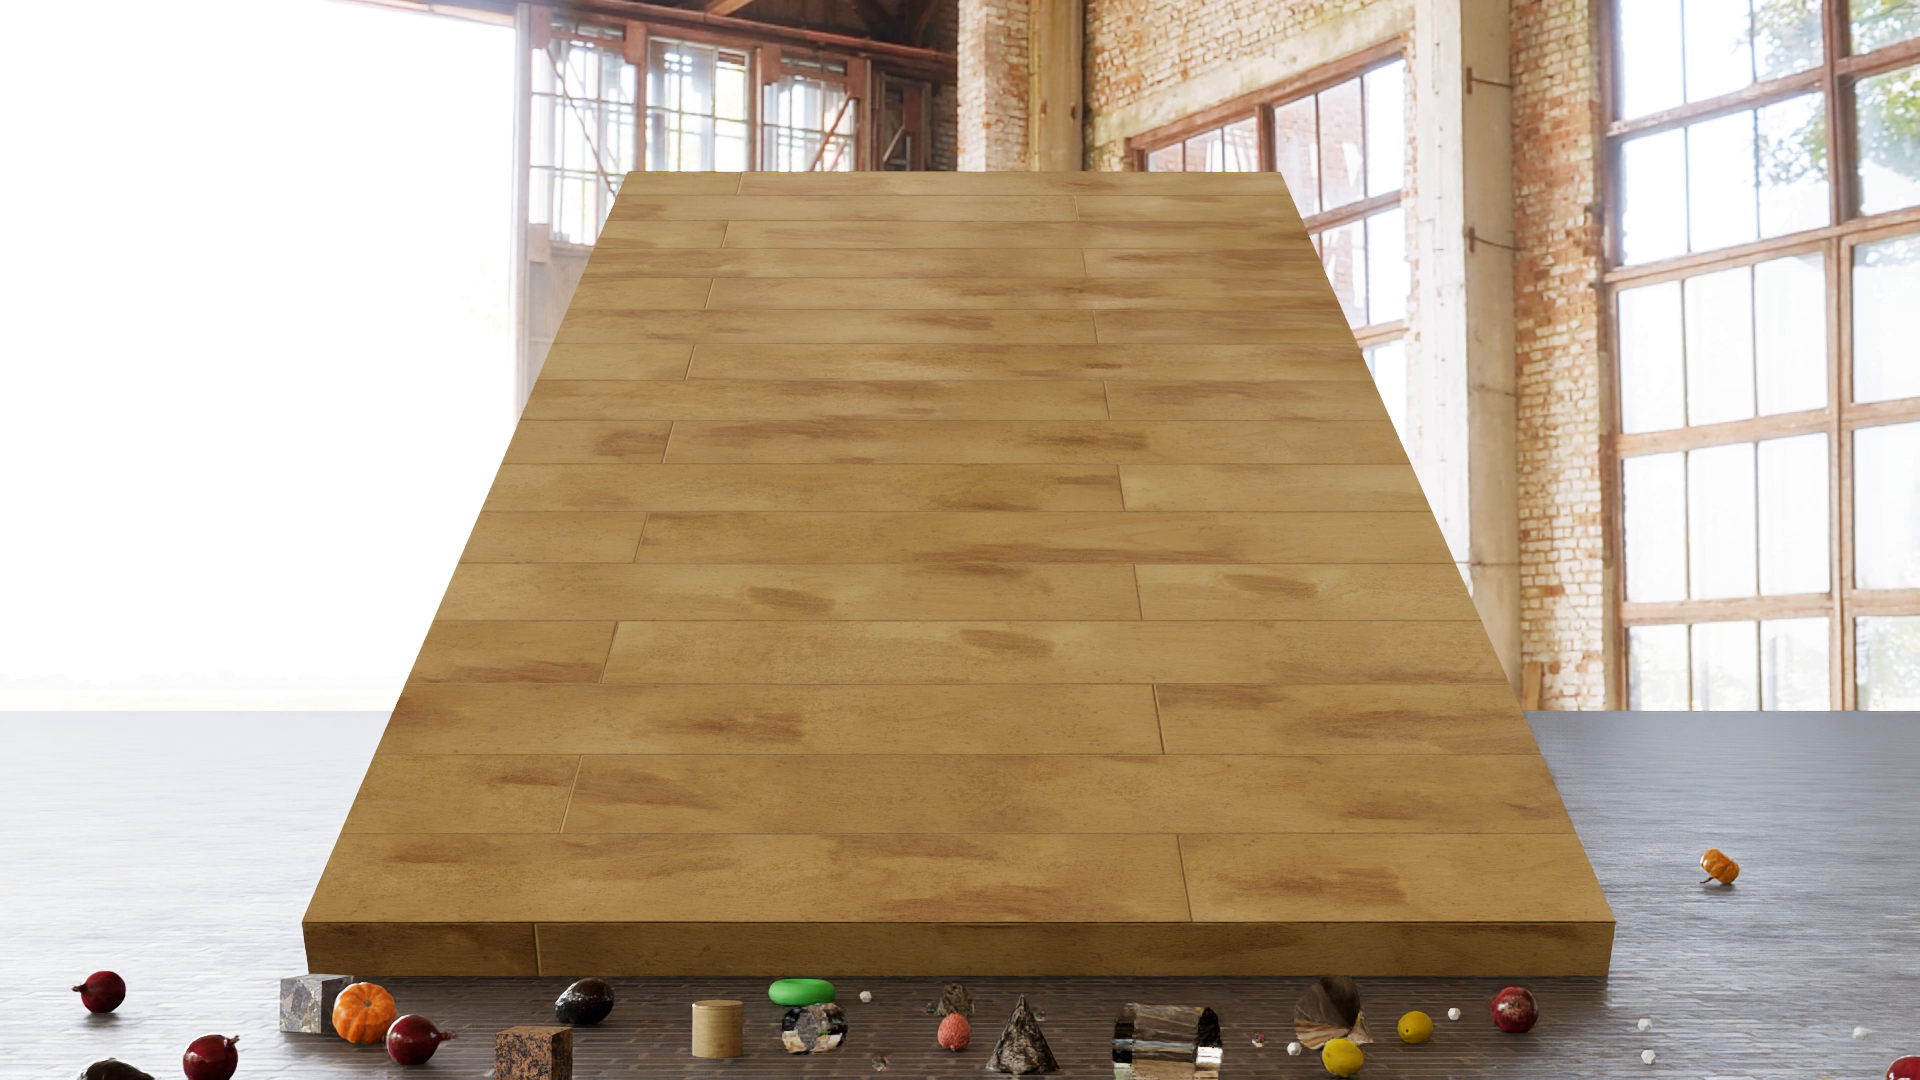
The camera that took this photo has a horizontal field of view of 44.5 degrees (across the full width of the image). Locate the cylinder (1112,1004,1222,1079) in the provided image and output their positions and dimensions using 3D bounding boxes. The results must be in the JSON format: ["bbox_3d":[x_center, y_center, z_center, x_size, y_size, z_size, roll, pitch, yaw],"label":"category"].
[{"bbox_3d":[0.224,0.550,2.539,0.091,0.091,0.091,-2,-4,25],"label":"cylinder"}]

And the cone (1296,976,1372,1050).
[{"bbox_3d":[0.479,0.598,2.880,0.096,0.096,0.096,36,-25,-34],"label":"cone"}]

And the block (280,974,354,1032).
[{"bbox_3d":[-0.831,0.598,3.030,0.065,0.065,0.065,-2,-4,23],"label":"block"}]

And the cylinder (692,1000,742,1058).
[{"bbox_3d":[-0.290,0.585,2.809,0.060,0.060,0.060,0,-4,0],"label":"cylinder"}]

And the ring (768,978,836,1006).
[{"bbox_3d":[-0.220,0.633,3.279,0.094,0.031,0.094,1,-4,0],"label":"ring"}]

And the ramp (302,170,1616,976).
[{"bbox_3d":[-0.009,-0.229,5.398,2.000,0.100,4.000,0,25,0],"label":"ramp"}]

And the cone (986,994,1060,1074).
[{"bbox_3d":[0.071,0.564,2.699,0.086,0.086,0.086,0,-4,0],"label":"cone"}]

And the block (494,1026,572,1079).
[{"bbox_3d":[-0.462,0.565,2.546,0.064,0.064,0.064,-1,-4,11],"label":"block"}]
